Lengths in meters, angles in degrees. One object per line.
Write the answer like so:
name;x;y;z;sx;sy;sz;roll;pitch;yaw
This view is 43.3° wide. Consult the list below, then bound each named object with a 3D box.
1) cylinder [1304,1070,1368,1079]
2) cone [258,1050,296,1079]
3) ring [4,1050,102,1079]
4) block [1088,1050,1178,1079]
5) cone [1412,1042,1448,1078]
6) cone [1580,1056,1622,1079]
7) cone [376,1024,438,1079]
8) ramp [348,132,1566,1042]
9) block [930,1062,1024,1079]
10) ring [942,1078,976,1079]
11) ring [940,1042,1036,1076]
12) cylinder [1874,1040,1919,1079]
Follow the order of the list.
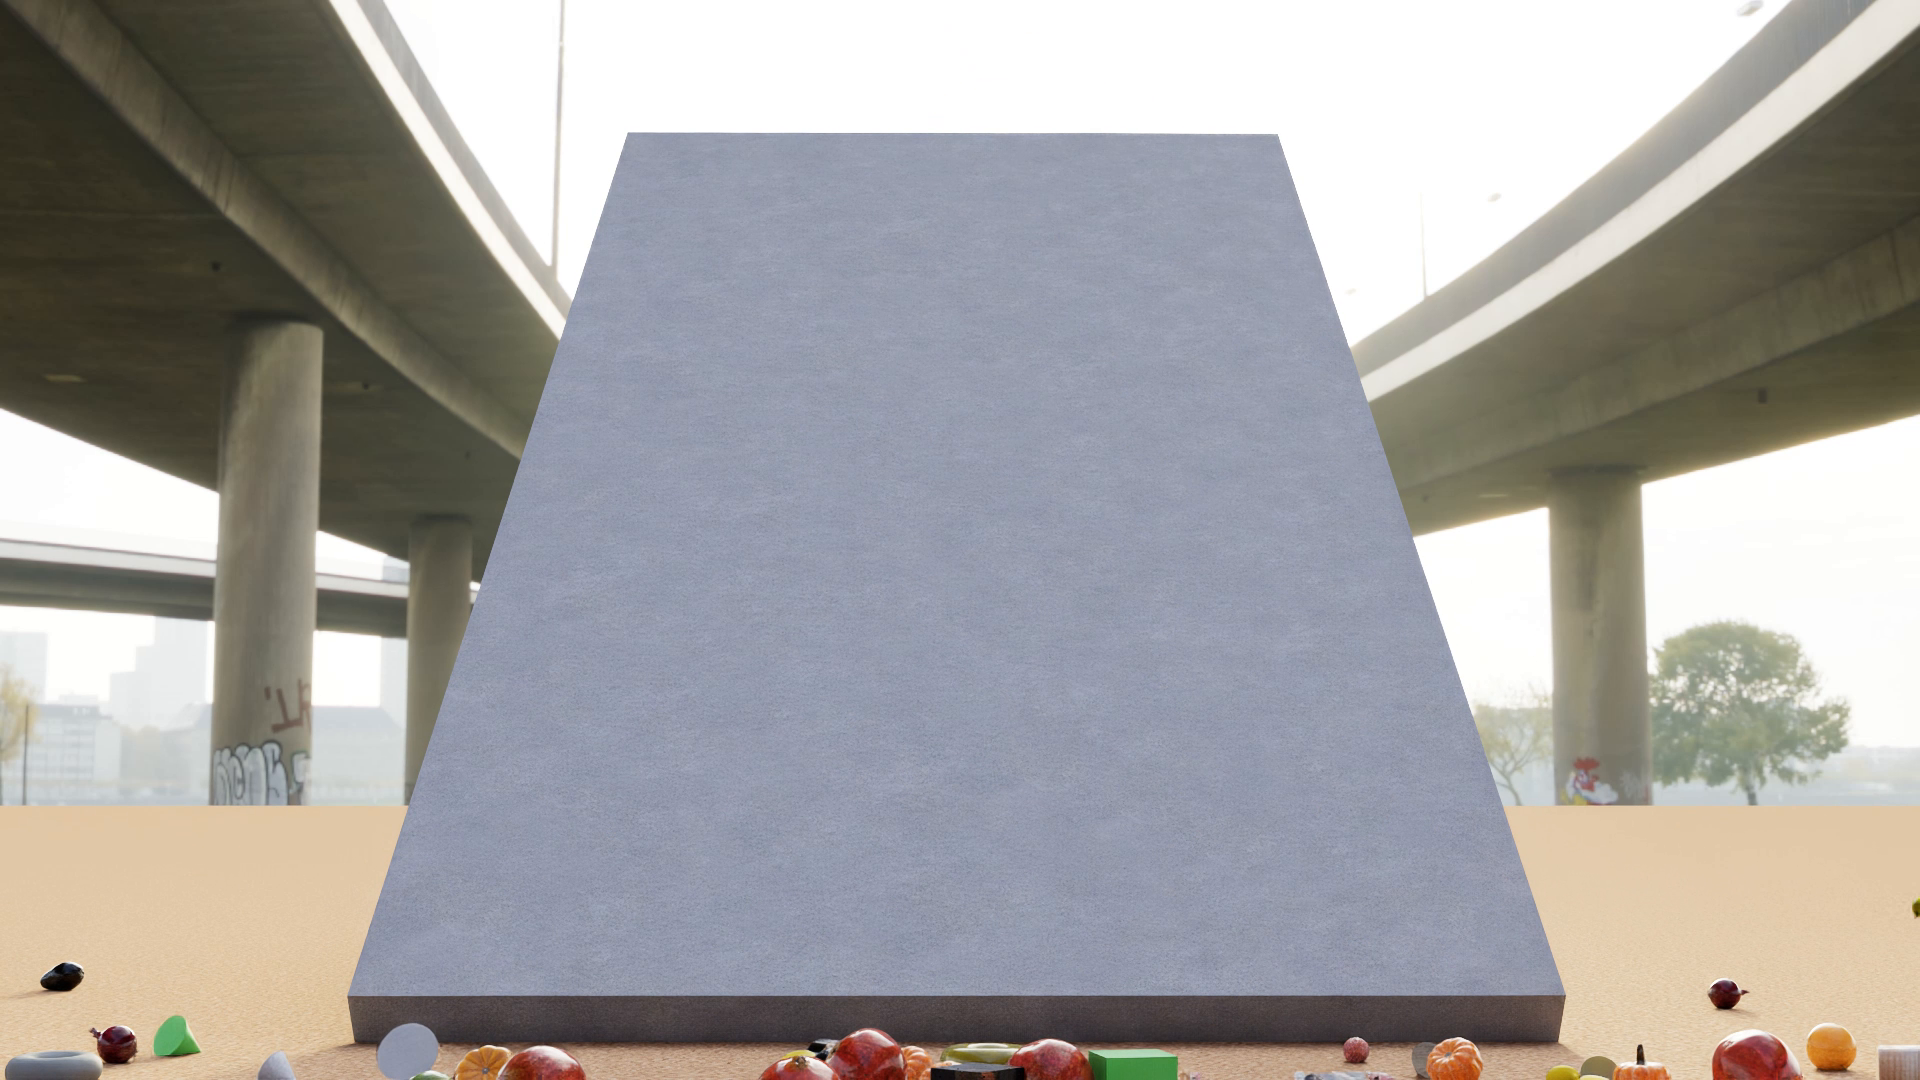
cylinder;0.463;0.688;2.971;0.067;0.067;0.067;4;-7;-32
cone;-0.949;0.756;3.398;0.054;0.054;0.054;26;4;22
ring;-1.278;0.748;3.409;0.130;0.043;0.130;0;-5;0
block;0.213;0.677;2.974;0.089;0.089;0.089;1;-6;-11
cone;0.675;0.769;3.521;0.056;0.056;0.056;1;-33;-11
cone;0.876;0.747;3.324;0.057;0.057;0.057;0;-33;1
cone;-0.785;0.758;3.489;0.089;0.089;0.089;-1;-33;7
ramp;-0.013;-0.210;5.720;2.000;0.100;4.000;0;30;0
block;0.021;0.675;2.904;0.080;0.080;0.080;-5;-8;40
ring;0.001;0.736;3.229;0.084;0.028;0.084;1;-6;0
ring;0.040;0.756;3.500;0.140;0.047;0.140;0;-7;0
cylinder;1.314;0.735;3.371;0.059;0.059;0.059;14;2;30
